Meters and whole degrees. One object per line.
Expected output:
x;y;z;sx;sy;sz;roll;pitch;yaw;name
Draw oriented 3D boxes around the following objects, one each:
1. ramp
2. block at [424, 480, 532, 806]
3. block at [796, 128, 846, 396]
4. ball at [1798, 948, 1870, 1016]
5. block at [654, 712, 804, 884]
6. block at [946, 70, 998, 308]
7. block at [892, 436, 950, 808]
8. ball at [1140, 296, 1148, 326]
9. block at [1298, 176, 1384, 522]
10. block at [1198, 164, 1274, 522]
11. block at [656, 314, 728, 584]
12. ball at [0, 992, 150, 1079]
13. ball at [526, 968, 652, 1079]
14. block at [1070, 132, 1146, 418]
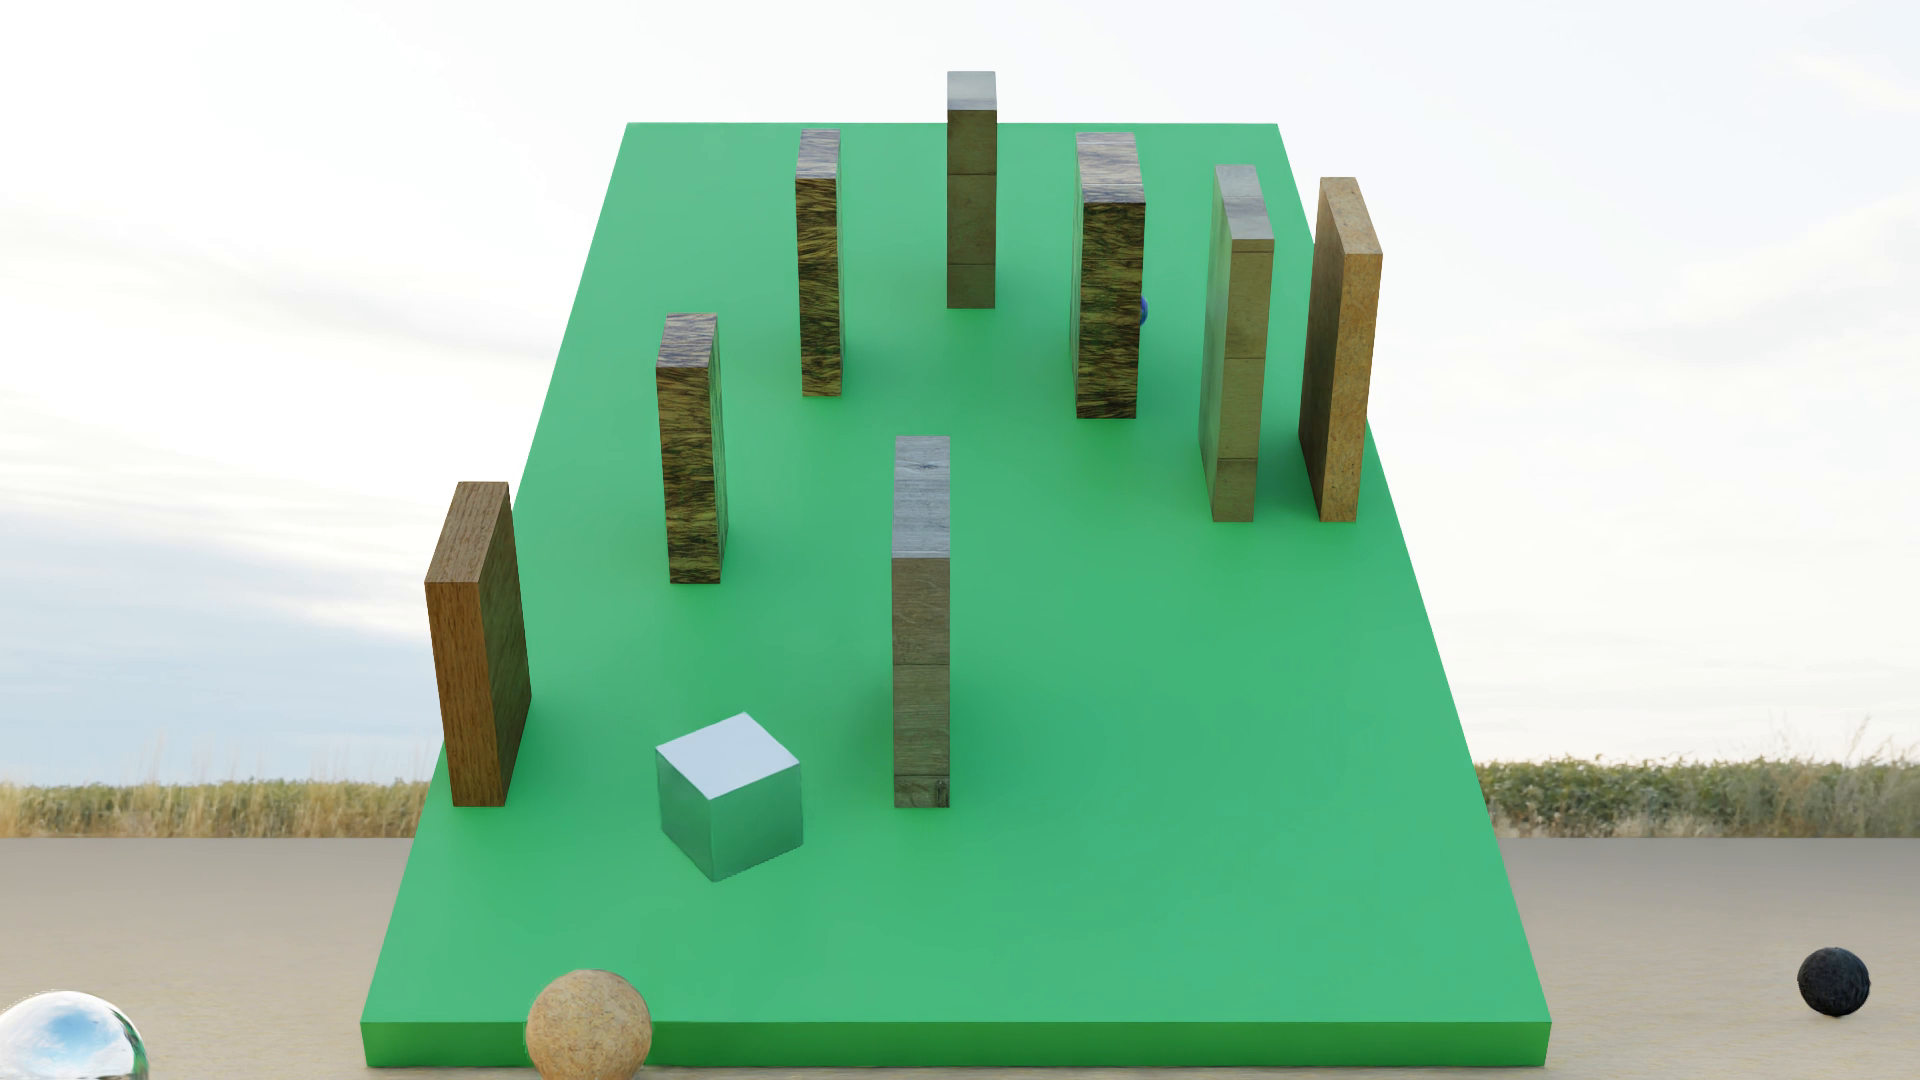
-0.014;-0.195;5.821;2.000;0.100;4.000;0;32;0;ramp
-0.905;0.195;4.607;0.096;0.500;0.357;0;32;0;block
-0.339;-0.676;5.958;0.095;0.575;0.303;0;32;0;block
1.887;0.954;5.265;0.148;0.148;0.148;0;-7;0;ball
-0.421;0.470;4.458;0.191;0.191;0.191;-20;37;-30;block
0.029;-0.913;6.369;0.126;0.552;0.271;0;32;0;block
-0.071;0.152;4.631;0.104;0.554;0.443;0;32;0;block
0.429;-0.591;6.267;0.111;0.111;0.111;0;-7;0;ball
0.850;-0.429;5.481;0.080;0.660;0.409;0;32;0;block
0.614;-0.440;5.466;0.089;0.693;0.399;0;32;0;block
-0.570;-0.194;5.220;0.107;0.524;0.249;0;32;0;block
-1.083;0.646;2.934;0.204;0.204;0.204;0;-7;0;ball
-0.560;0.743;3.684;0.190;0.190;0.190;0;-7;0;ball
0.353;-0.644;5.921;0.142;0.564;0.422;0;32;0;block
